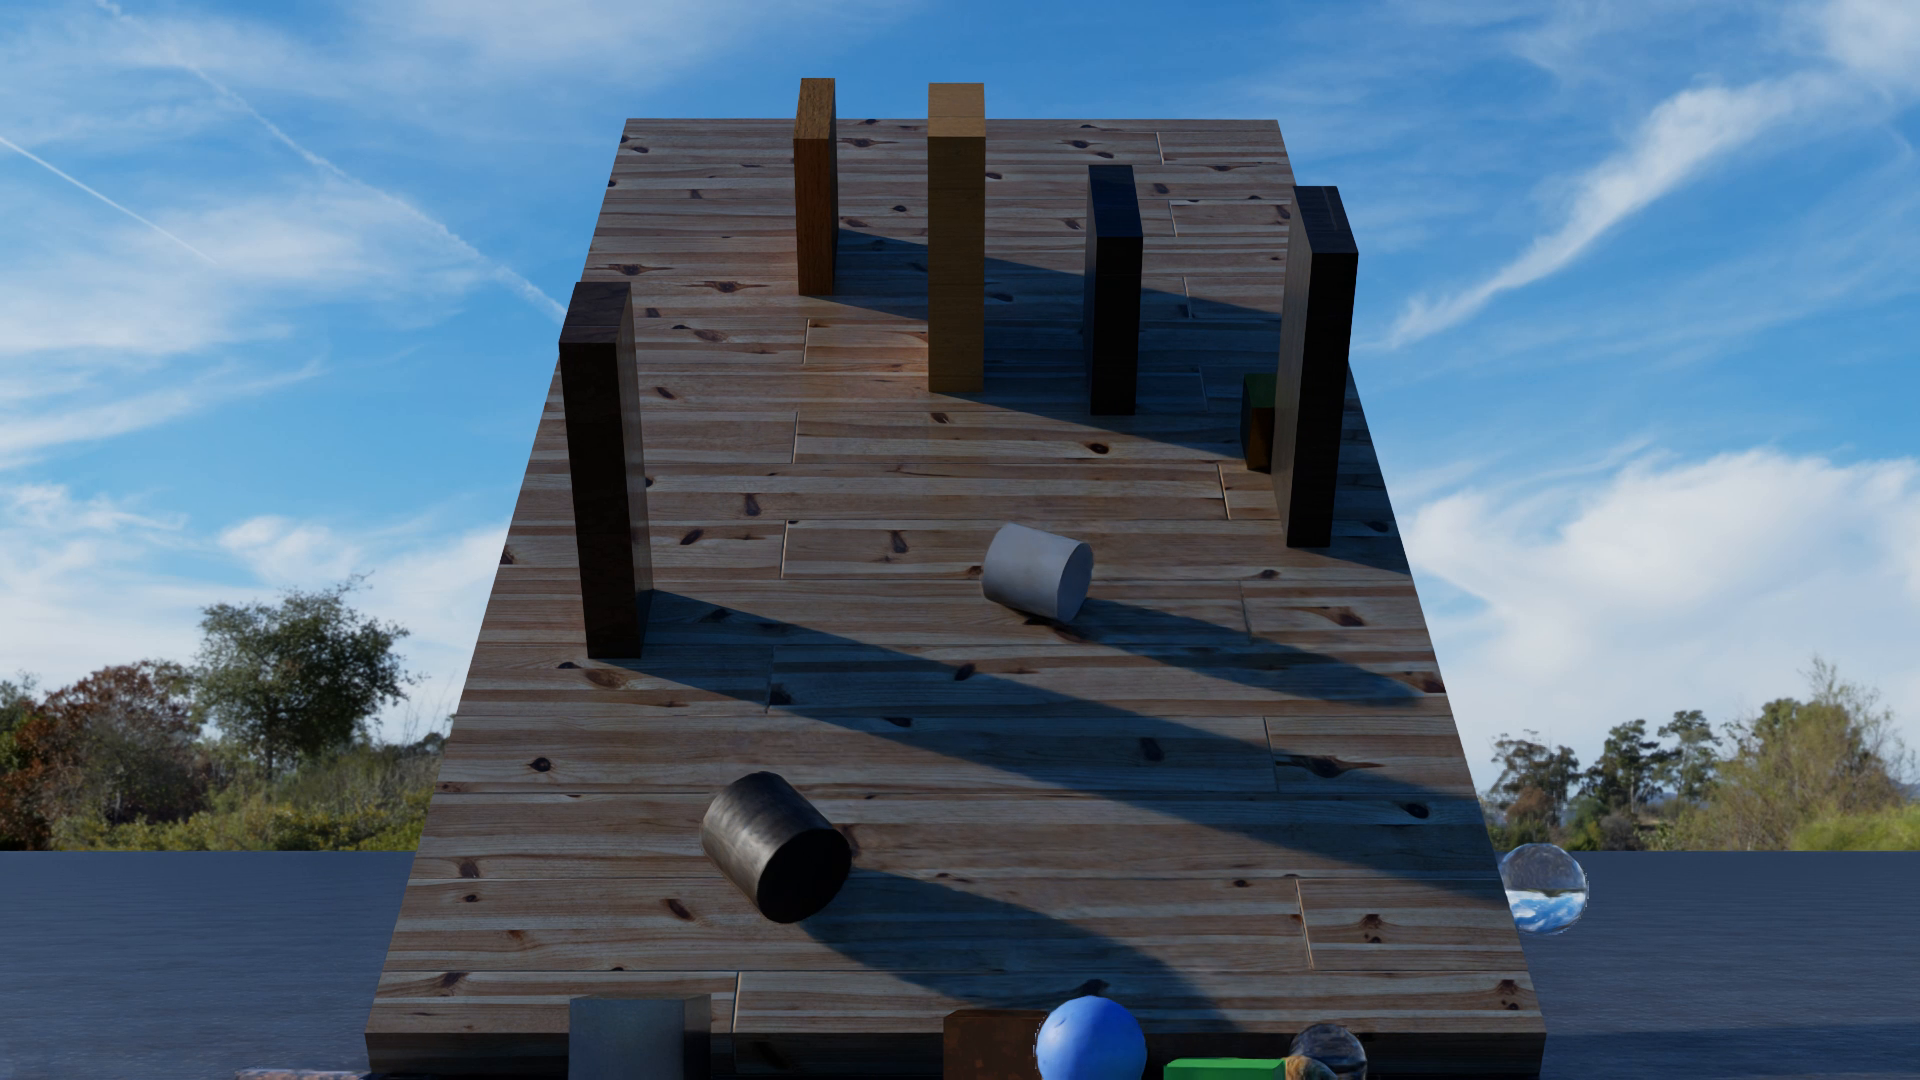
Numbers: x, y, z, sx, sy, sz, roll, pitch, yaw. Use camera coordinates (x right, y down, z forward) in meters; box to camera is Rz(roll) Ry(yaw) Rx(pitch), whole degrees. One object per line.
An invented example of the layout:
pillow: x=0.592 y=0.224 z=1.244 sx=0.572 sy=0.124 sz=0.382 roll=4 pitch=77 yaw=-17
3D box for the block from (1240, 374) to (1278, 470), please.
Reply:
block: x=0.756 y=-0.279 z=5.760 sx=0.167 sy=0.167 sz=0.167 roll=0 pitch=32 yaw=-1

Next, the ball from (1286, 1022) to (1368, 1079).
ball: x=0.561 y=0.800 z=3.743 sx=0.122 sy=0.122 sz=0.122 roll=0 pitch=-7 yaw=0

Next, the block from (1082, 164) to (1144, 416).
block: x=0.371 y=-0.615 z=6.002 sx=0.108 sy=0.475 sz=0.417 roll=0 pitch=32 yaw=0

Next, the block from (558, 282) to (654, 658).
block: x=-0.715 y=-0.136 z=4.987 sx=0.109 sy=0.735 sz=0.263 roll=0 pitch=32 yaw=0

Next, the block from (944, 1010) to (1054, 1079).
block: x=0.068 y=0.732 z=3.352 sx=0.162 sy=0.162 sz=0.162 roll=-1 pitch=-7 yaw=7

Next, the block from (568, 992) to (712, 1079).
block: x=-0.471 y=0.760 z=3.614 sx=0.171 sy=0.171 sz=0.171 roll=-1 pitch=-7 yaw=7

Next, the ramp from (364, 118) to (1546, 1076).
ramp: x=-0.015 y=-0.188 z=5.860 sx=2.000 sy=0.100 sz=4.000 roll=0 pitch=32 yaw=0

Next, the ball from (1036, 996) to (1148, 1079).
ball: x=0.165 y=0.645 z=3.082 sx=0.140 sy=0.140 sz=0.140 roll=0 pitch=-7 yaw=0

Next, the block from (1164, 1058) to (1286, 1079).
block: x=0.323 y=0.699 z=2.961 sx=0.131 sy=0.131 sz=0.131 roll=-2 pitch=-7 yaw=14

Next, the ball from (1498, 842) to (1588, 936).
ball: x=1.226 y=0.737 z=5.176 sx=0.194 sy=0.194 sz=0.194 roll=0 pitch=-7 yaw=0

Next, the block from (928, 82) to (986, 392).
block: x=-0.010 y=-0.741 z=6.012 sx=0.135 sy=0.675 sz=0.334 roll=0 pitch=32 yaw=0

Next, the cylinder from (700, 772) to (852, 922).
cylinder: x=-0.331 y=0.552 z=4.401 sx=0.196 sy=0.196 sz=0.196 roll=6 pitch=22 yaw=-42

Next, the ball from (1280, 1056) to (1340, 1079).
ball: x=0.433 y=0.723 z=3.133 sx=0.124 sy=0.124 sz=0.124 roll=0 pitch=-7 yaw=0

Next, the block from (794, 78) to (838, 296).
block: x=-0.383 y=-0.950 z=6.558 sx=0.091 sy=0.444 sz=0.418 roll=0 pitch=32 yaw=0

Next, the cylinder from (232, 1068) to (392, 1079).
cylinder: x=-0.688 y=0.639 z=2.589 sx=0.153 sy=0.153 sz=0.153 roll=-3 pitch=-8 yaw=21

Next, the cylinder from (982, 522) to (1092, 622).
cylinder: x=0.165 y=0.068 z=5.193 sx=0.175 sy=0.175 sz=0.175 roll=16 pitch=0 yaw=24

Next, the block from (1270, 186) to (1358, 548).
block: x=0.775 y=-0.379 z=5.398 sx=0.096 sy=0.720 sz=0.339 roll=0 pitch=32 yaw=0
